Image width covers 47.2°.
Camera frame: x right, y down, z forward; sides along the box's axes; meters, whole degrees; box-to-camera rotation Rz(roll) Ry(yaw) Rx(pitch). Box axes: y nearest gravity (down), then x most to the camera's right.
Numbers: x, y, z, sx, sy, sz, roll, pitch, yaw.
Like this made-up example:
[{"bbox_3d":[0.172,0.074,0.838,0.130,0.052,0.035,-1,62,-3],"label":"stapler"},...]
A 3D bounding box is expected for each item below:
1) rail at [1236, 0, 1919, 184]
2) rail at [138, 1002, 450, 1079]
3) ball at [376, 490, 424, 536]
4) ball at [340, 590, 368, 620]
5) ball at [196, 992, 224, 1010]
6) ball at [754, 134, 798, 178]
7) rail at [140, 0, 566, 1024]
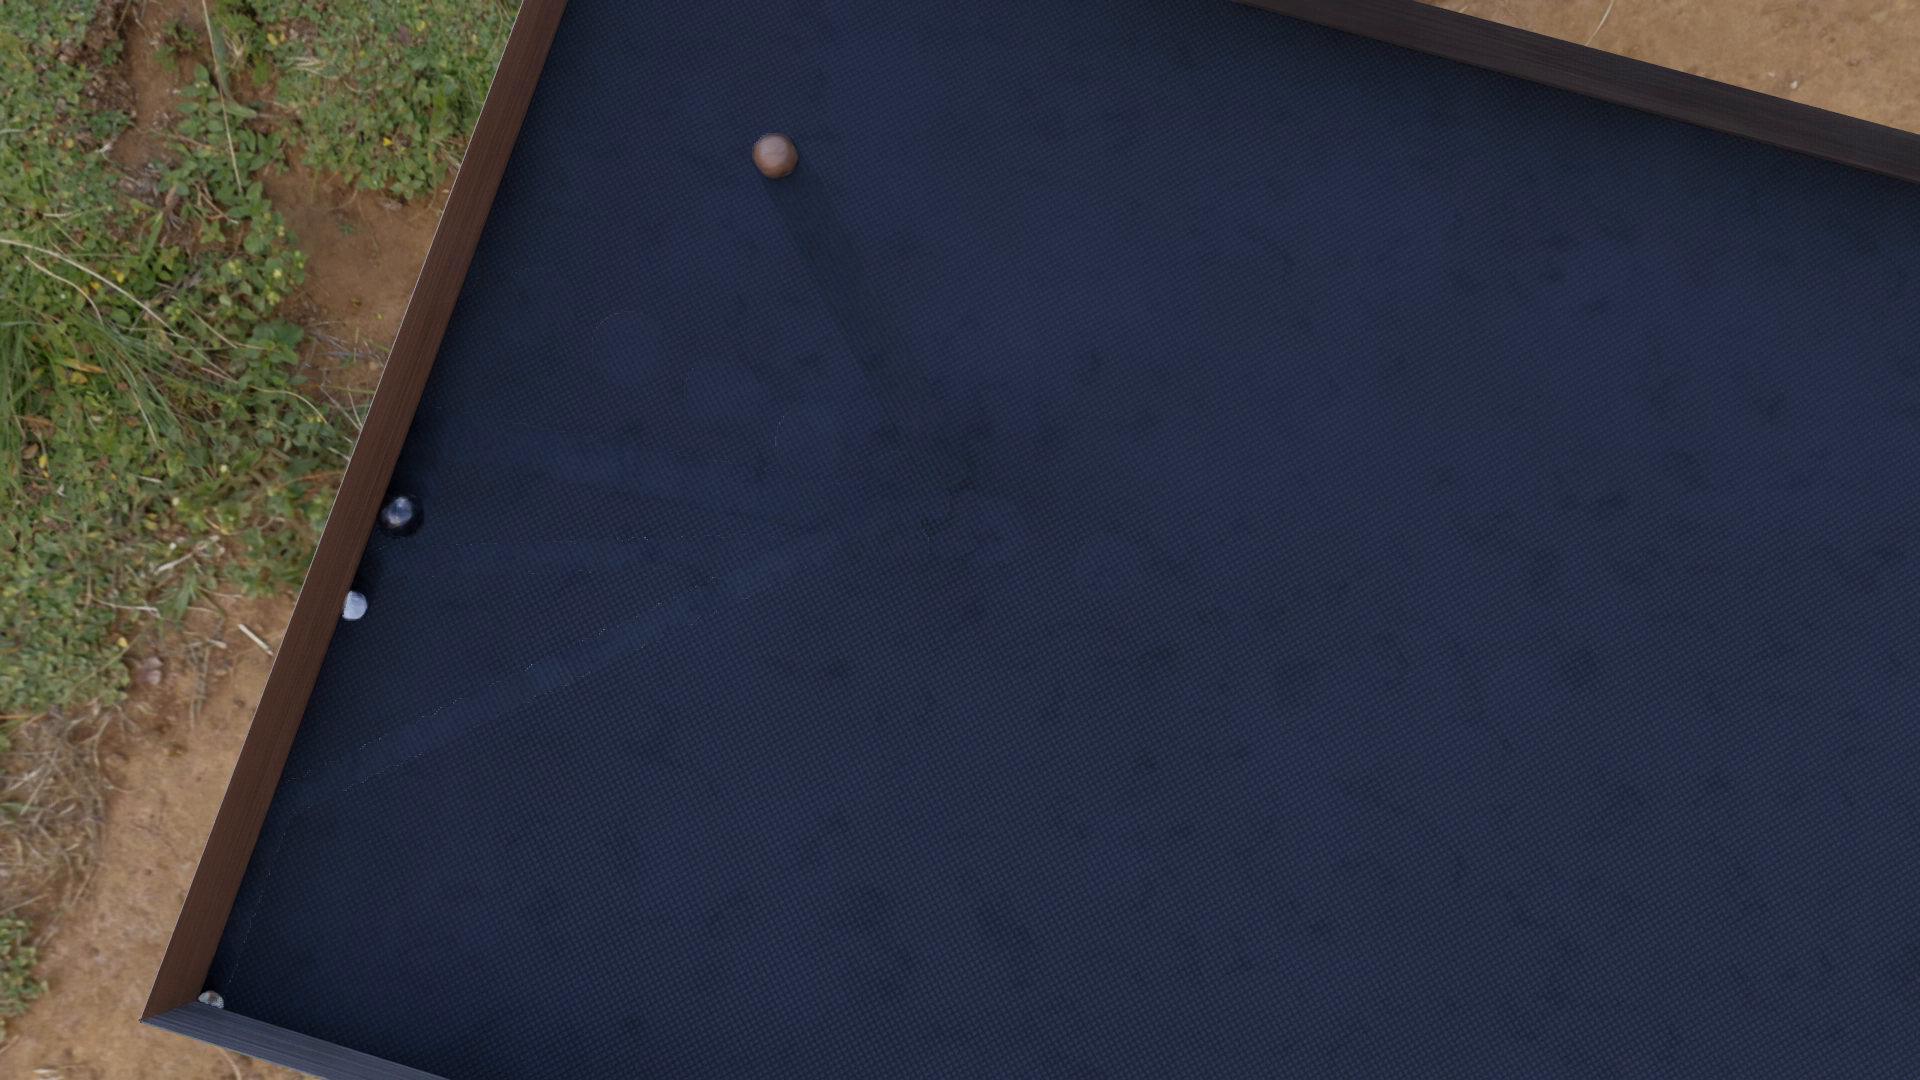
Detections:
[{"bbox_3d":[1.140,-0.684,3.469,3.587,0.128,0.045,16,77,4],"label":"rail"},{"bbox_3d":[0.580,1.159,3.014,3.587,0.128,0.045,16,77,4],"label":"rail"},{"bbox_3d":[-0.850,-0.040,3.341,0.070,0.070,0.070,0,76,0],"label":"ball"},{"bbox_3d":[-0.918,0.098,3.320,0.044,0.044,0.044,0,76,0],"label":"ball"},{"bbox_3d":[-1.085,0.673,3.180,0.041,0.041,0.041,0,76,0],"label":"ball"},{"bbox_3d":[-0.292,-0.607,3.481,0.069,0.069,0.069,0,76,0],"label":"ball"},{"bbox_3d":[-0.837,-0.249,3.361,0.045,0.128,2.026,16,77,4],"label":"rail"}]
